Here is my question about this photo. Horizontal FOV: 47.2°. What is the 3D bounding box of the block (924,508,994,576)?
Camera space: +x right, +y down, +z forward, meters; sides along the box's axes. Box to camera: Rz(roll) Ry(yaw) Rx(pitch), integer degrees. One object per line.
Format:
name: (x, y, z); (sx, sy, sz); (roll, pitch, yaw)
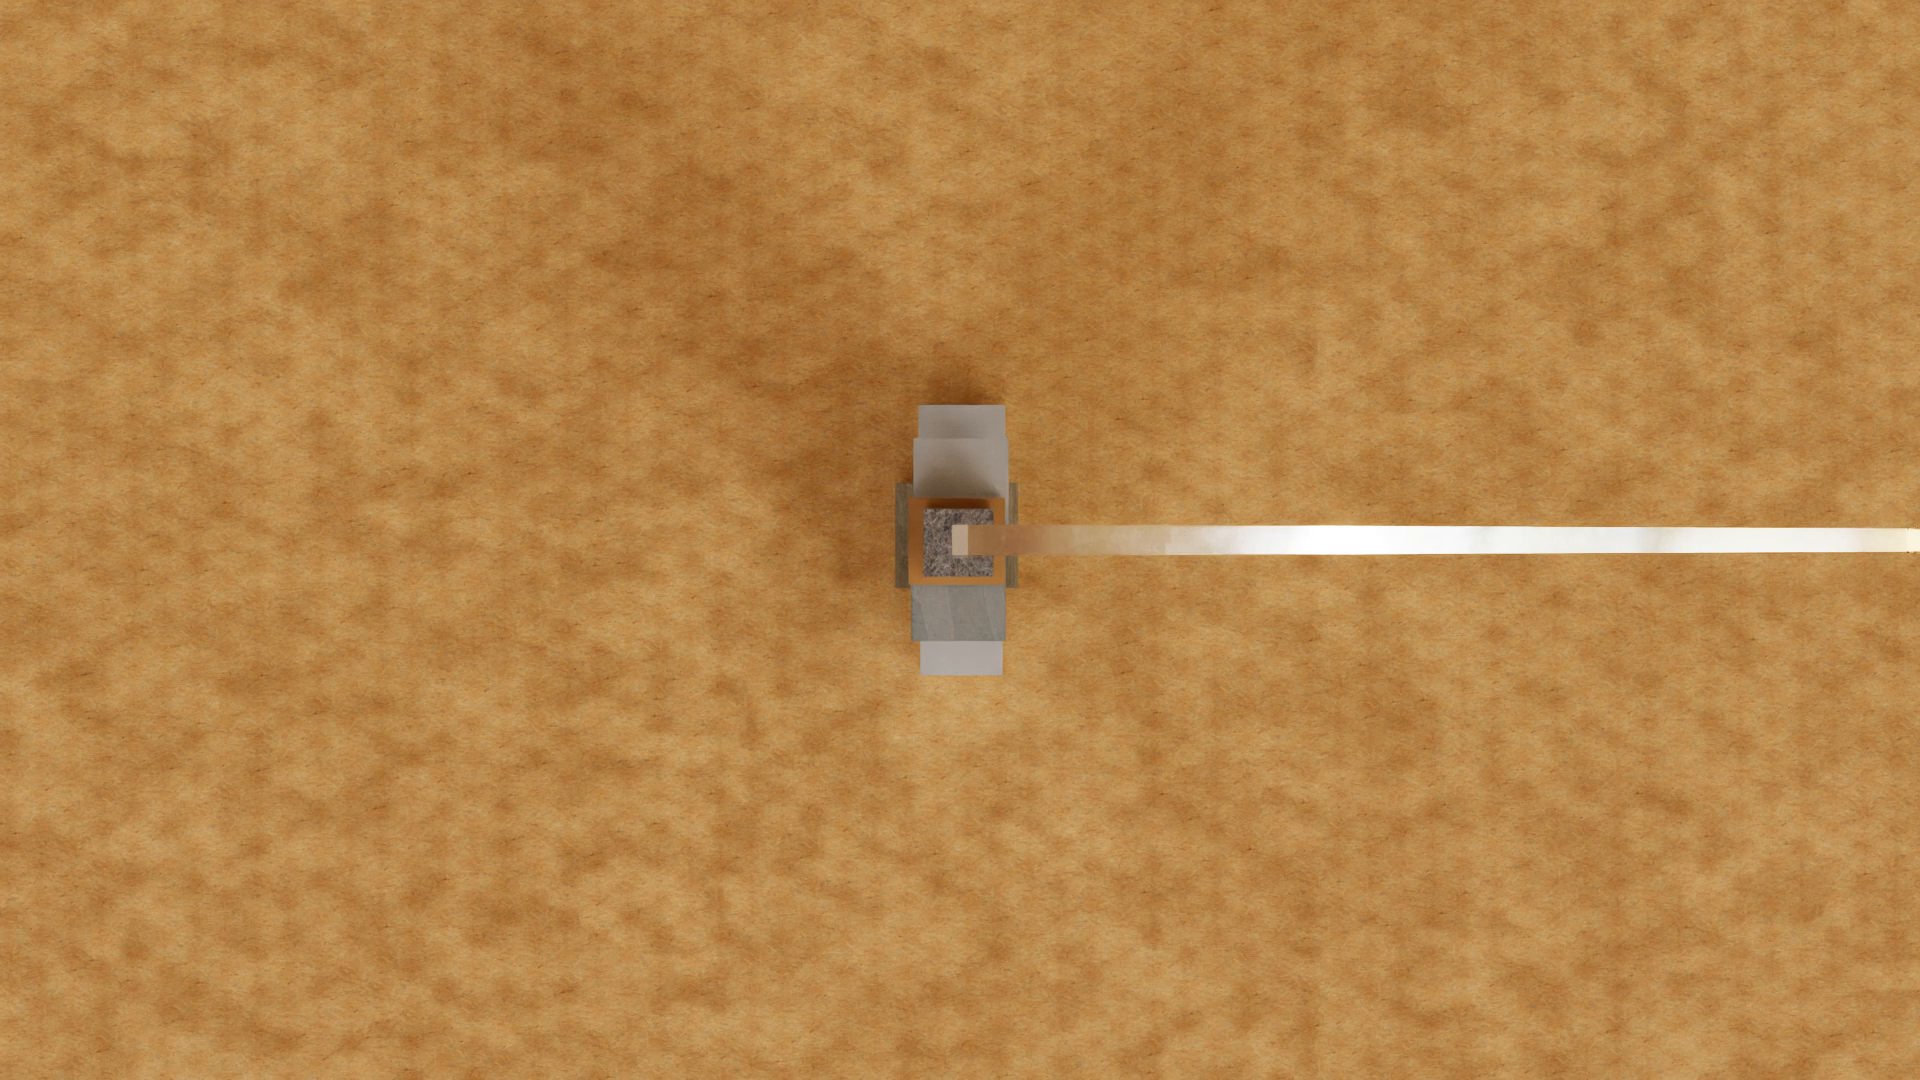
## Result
block: (-0.008, 0.011, 11.084); (0.348, 0.393, 0.337); (0, 91, 0)

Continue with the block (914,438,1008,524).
block: (0.006, -0.288, 12.009); (0.508, 0.562, 0.509); (0, 90, 0)

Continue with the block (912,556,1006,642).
block: (-0.008, 0.259, 12.032); (0.506, 0.515, 0.567); (0, 90, 0)

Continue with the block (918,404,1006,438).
block: (0.011, -0.549, 12.759); (0.494, 0.481, 0.440); (0, 90, 0)

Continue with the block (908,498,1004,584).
block: (-0.017, 0.004, 11.505); (0.493, 0.448, 0.444); (0, 91, 0)

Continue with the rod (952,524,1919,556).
rod: (2.234, 0.000, 7.063); (5.200, 0.080, 0.080); (0, 90, -31)

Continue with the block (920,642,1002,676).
block: (0.008, 0.524, 12.761); (0.468, 0.478, 0.491); (0, 90, 0)

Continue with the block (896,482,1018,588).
block: (-0.020, -0.025, 12.645); (0.686, 0.710, 0.588); (0, 90, 0)
